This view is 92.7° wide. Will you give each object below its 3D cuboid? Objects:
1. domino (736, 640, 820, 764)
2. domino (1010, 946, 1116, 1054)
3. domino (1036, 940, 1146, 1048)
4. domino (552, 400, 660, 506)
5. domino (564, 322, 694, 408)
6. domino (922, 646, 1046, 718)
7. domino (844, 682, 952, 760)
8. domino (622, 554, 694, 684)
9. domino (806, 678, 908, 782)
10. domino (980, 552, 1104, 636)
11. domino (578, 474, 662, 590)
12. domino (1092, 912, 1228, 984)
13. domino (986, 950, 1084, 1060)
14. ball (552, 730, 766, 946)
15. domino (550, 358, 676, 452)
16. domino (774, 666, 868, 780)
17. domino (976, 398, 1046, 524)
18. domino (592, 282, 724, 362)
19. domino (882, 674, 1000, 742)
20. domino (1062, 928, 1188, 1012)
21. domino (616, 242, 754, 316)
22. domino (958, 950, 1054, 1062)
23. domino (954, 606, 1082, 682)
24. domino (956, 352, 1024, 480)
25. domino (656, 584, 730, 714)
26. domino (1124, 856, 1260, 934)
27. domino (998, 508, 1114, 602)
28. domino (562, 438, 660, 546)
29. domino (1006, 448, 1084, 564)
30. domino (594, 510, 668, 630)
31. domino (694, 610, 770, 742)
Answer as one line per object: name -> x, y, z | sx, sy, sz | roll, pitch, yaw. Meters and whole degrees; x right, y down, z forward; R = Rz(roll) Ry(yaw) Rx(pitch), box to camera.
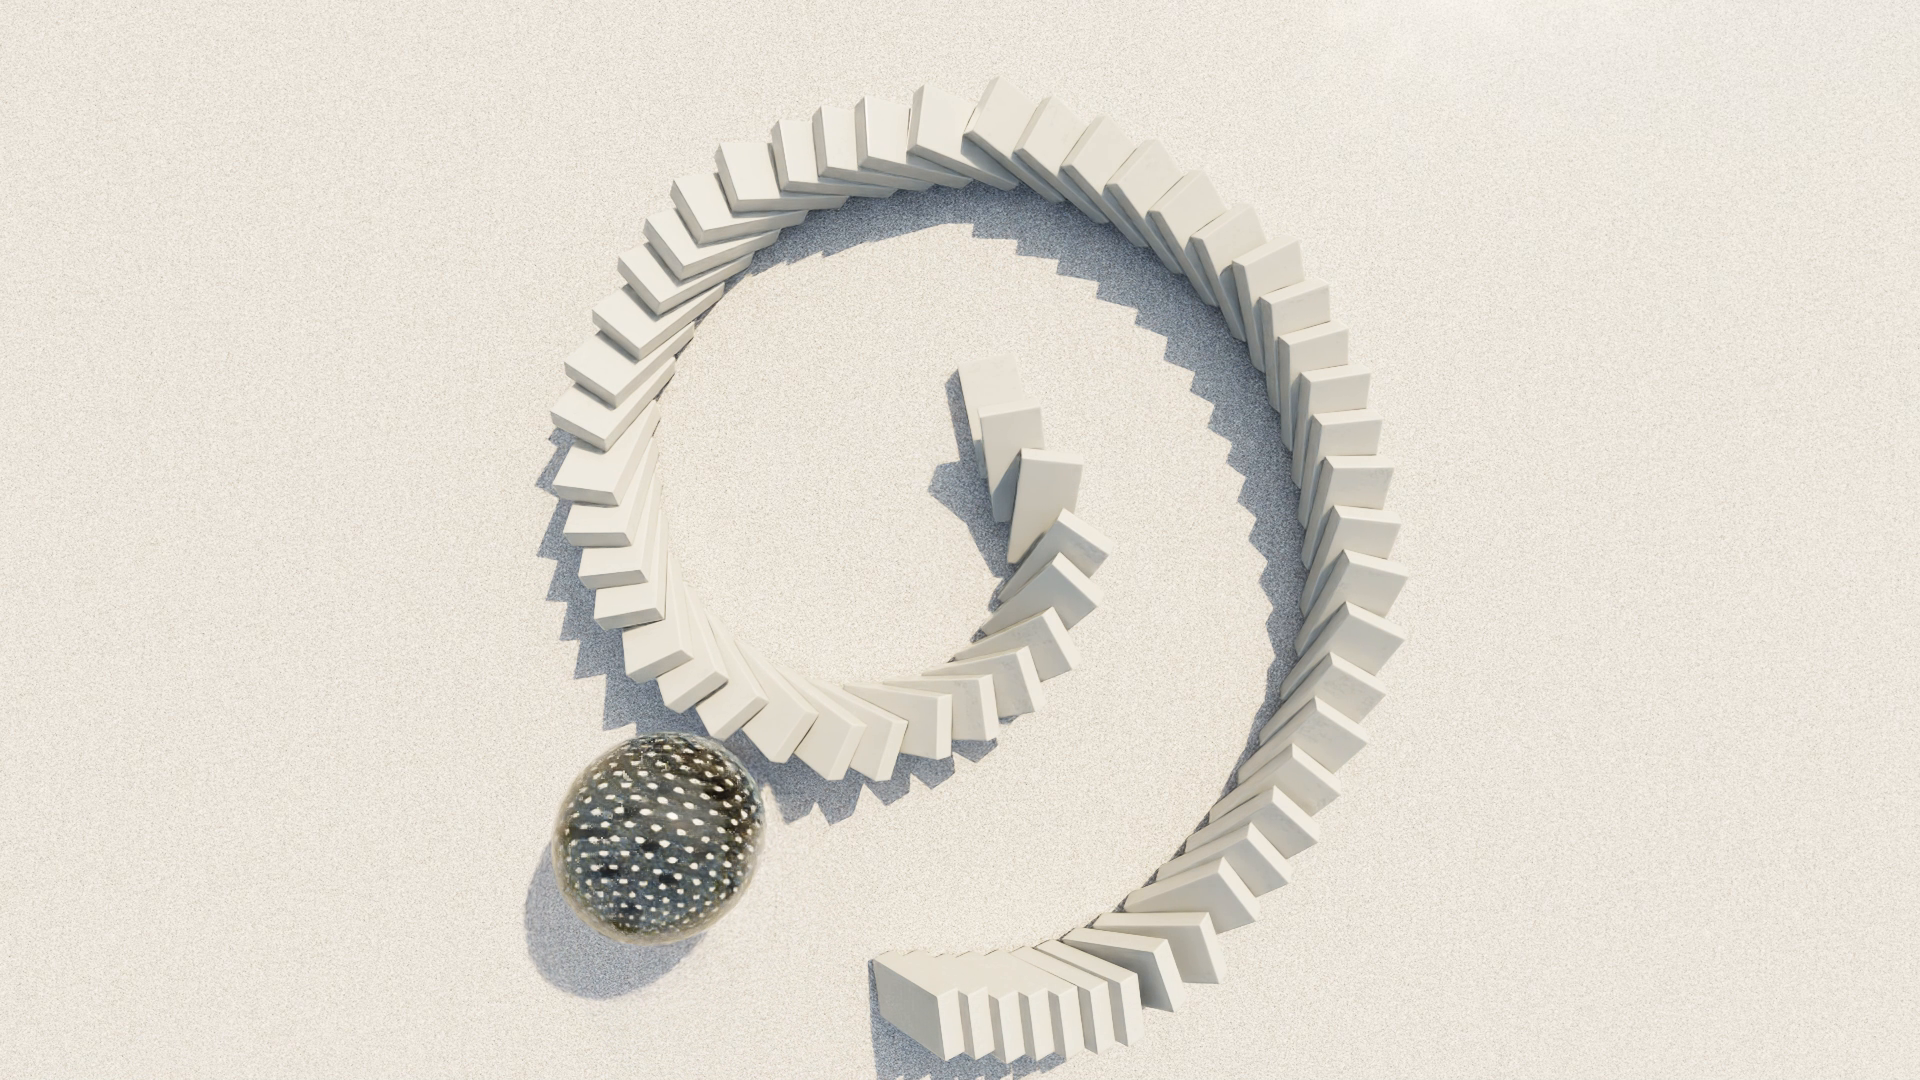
domino -> -0.083, 0.067, 0.382 | 0.050, 0.009, 0.025 | 36, 92, 33
domino -> 0.041, 0.188, 0.377 | 0.010, 0.050, 0.025 | -7, 90, -36
domino -> 0.053, 0.185, 0.377 | 0.009, 0.050, 0.025 | -7, 90, -36
domino -> -0.146, -0.038, 0.381 | 0.025, 0.010, 0.050 | 7, 56, 5
domino -> -0.137, -0.080, 0.383 | 0.025, 0.009, 0.050 | 33, 59, 2
domino -> 0.009, 0.062, 0.382 | 0.050, 0.009, 0.025 | -17, 91, 35
domino -> -0.027, 0.075, 0.382 | 0.050, 0.010, 0.025 | 1, 90, 34
domino -> -0.127, 0.032, 0.380 | 0.025, 0.010, 0.050 | -25, 54, 5
domino -> -0.047, 0.078, 0.382 | 0.050, 0.010, 0.025 | 18, 91, 34
domino -> 0.034, 0.030, 0.381 | 0.025, 0.010, 0.050 | 43, 127, -2
domino -> -0.141, -0.004, 0.381 | 0.025, 0.010, 0.050 | -6, 54, 1
domino -> 0.083, 0.169, 0.381 | 0.050, 0.010, 0.025 | -18, 91, 36
domino -> 0.029, 0.190, 0.377 | 0.009, 0.050, 0.025 | -7, 90, -35
ball -> -0.117, 0.116, 0.360 | 0.080, 0.080, 0.080 | 0, 90, 0
domino -> -0.144, -0.063, 0.383 | 0.025, 0.009, 0.050 | 28, 58, 1
domino -> -0.064, 0.076, 0.381 | 0.050, 0.010, 0.025 | 28, 95, 34
domino -> 0.023, -0.033, 0.383 | 0.025, 0.009, 0.050 | -10, 121, -1
domino -> -0.126, -0.099, 0.383 | 0.025, 0.009, 0.050 | 40, 60, 0
domino -> -0.009, 0.070, 0.382 | 0.050, 0.009, 0.025 | -7, 90, 34
domino -> 0.067, 0.176, 0.378 | 0.009, 0.050, 0.025 | -19, 90, -42
domino -> -0.114, -0.116, 0.383 | 0.025, 0.009, 0.050 | 48, 58, 0
domino -> 0.018, 0.190, 0.377 | 0.010, 0.050, 0.025 | -7, 90, -35
domino -> 0.023, 0.049, 0.382 | 0.050, 0.009, 0.025 | -29, 90, 35
domino -> 0.016, -0.053, 0.395 | 0.025, 0.010, 0.050 | -12, 90, 0
domino -> -0.116, 0.044, 0.381 | 0.025, 0.009, 0.050 | -35, 53, 2
domino -> 0.096, 0.153, 0.382 | 0.050, 0.009, 0.025 | -38, 90, 34
domino -> 0.039, 0.013, 0.381 | 0.025, 0.010, 0.050 | 34, 126, 0
domino -> -0.144, -0.021, 0.381 | 0.025, 0.009, 0.050 | 0, 55, 3
domino -> 0.035, -0.013, 0.383 | 0.025, 0.009, 0.050 | 6, 120, -1
domino -> -0.136, 0.012, 0.382 | 0.025, 0.010, 0.050 | -11, 54, 0
domino -> -0.102, 0.056, 0.383 | 0.025, 0.009, 0.050 | -41, 58, 0
